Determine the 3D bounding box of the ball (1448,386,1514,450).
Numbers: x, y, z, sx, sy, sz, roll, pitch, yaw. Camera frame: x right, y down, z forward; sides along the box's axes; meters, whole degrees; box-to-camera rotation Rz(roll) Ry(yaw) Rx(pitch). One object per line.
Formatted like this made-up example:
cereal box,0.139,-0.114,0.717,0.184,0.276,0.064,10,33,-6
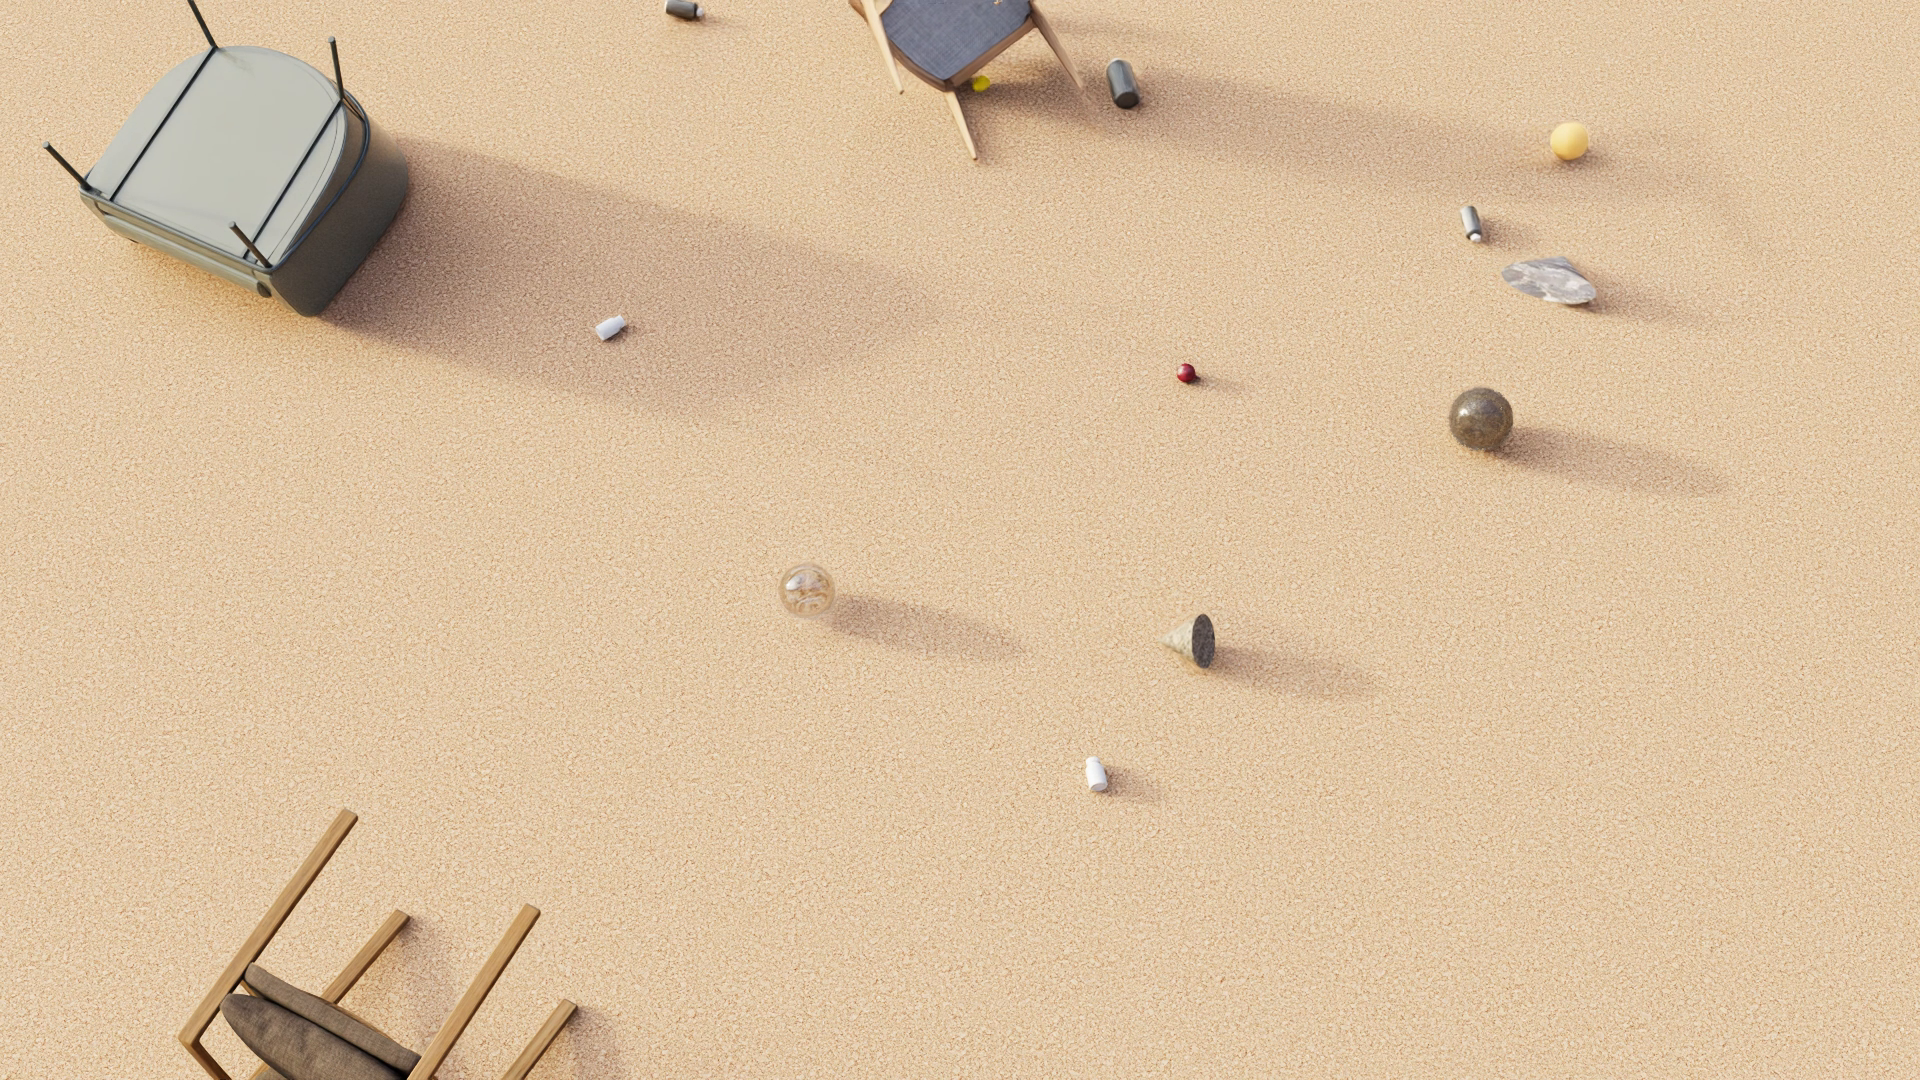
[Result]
ball,1.588,-0.370,6.706,0.193,0.193,0.193,0,56,0

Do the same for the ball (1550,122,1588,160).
ball,2.052,-1.341,7.400,0.122,0.122,0.122,0,56,0

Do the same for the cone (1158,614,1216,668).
cone,0.634,0.291,6.336,0.151,0.159,0.147,-1,22,33

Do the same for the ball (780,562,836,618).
ball,-0.443,0.148,6.377,0.163,0.163,0.163,0,56,0

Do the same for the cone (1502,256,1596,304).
cone,1.933,-0.876,7.124,0.307,0.124,0.203,17,39,21
